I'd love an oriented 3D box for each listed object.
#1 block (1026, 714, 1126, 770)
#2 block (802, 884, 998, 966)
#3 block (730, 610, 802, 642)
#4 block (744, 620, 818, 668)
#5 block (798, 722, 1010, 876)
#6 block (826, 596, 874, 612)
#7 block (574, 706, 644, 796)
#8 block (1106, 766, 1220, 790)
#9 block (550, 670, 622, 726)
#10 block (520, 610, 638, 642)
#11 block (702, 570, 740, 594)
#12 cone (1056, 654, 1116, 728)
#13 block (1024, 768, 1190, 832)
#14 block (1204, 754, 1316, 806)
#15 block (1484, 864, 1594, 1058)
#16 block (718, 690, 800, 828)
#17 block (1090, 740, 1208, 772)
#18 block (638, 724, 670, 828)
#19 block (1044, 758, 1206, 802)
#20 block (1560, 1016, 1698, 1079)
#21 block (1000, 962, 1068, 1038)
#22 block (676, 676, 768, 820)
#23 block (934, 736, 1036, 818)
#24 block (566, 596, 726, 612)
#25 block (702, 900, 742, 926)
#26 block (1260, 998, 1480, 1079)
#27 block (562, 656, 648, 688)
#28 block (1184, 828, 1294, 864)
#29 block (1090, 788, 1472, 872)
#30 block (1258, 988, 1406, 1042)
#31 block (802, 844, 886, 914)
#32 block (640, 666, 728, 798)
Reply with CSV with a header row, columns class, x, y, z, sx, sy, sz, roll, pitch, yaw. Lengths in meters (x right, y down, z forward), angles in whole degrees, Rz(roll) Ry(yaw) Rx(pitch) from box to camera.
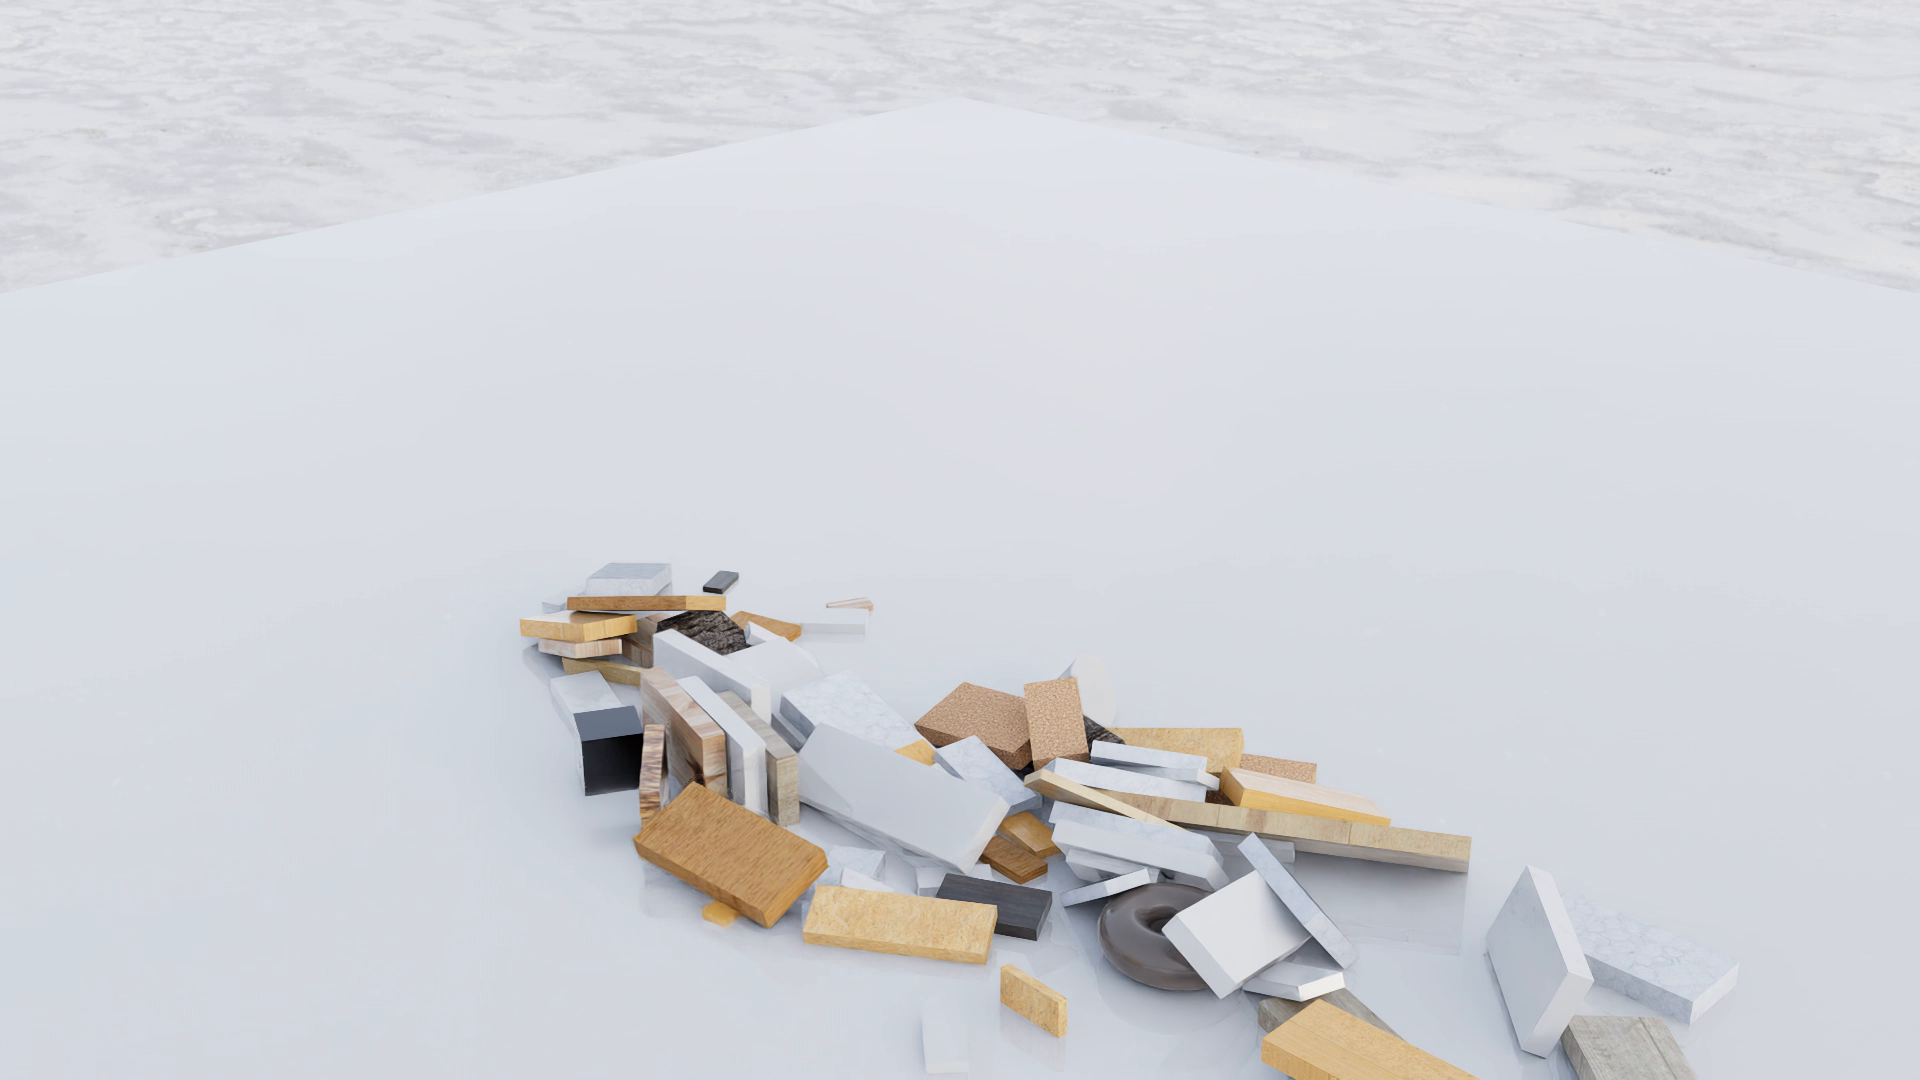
class,x,y,z,sx,sy,sz,roll,pitch,yaw
block,0.211,0.424,4.579,0.152,0.043,0.303,-31,26,-17
block,-0.109,0.702,4.021,0.339,0.032,0.113,5,42,11
block,-0.475,0.213,5.227,0.176,0.025,0.088,13,26,27
block,-0.408,0.248,5.018,0.175,0.025,0.088,28,10,-16
block,-0.138,0.508,4.366,0.507,0.045,0.159,17,66,41
block,-0.268,0.163,5.358,0.105,0.015,0.053,-9,25,-20
block,-0.726,0.437,4.567,0.128,0.128,0.128,-7,24,-15
block,0.388,0.473,4.372,0.246,0.024,0.084,-3,-20,37
block,-0.825,0.357,4.878,0.112,0.032,0.223,-10,25,-22
block,-0.890,0.199,5.118,0.141,0.040,0.283,-10,7,-41
block,-0.597,0.105,5.494,0.053,0.015,0.105,7,24,16
cone,0.223,0.351,4.834,0.173,0.173,0.173,-17,10,35
block,0.283,0.516,4.218,0.334,0.020,0.072,25,-26,-17
block,0.570,0.495,4.539,0.307,0.043,0.153,7,24,16
block,1.003,0.728,3.823,0.048,0.168,0.337,21,22,-7
block,-0.419,0.446,4.506,0.045,0.159,0.318,-13,26,-27
block,0.375,0.441,4.372,0.226,0.032,0.113,8,-16,7
block,-0.612,0.498,4.406,0.040,0.141,0.283,-2,23,-4
block,0.320,0.491,4.354,0.303,0.043,0.152,12,-16,-6
block,1.110,0.906,3.513,0.168,0.048,0.471,2,19,-2
block,0.127,0.794,3.796,0.020,0.072,0.144,-20,30,-38
block,-0.492,0.429,4.530,0.049,0.173,0.346,-12,26,-27
block,0.050,0.483,4.464,0.104,0.029,0.207,-17,44,-35
block,-0.730,0.147,5.091,0.112,0.032,0.469,3,-4,-44
block,-0.428,0.685,4.122,0.054,0.015,0.108,19,29,29
block,0.663,0.859,3.566,0.314,0.044,0.157,21,31,40
block,-0.758,0.305,4.978,0.309,0.048,0.014,8,39,19
block,0.496,0.590,4.295,0.312,0.059,0.017,6,58,14
block,0.591,0.560,4.271,0.782,0.043,0.153,6,-16,14
block,0.686,0.880,3.631,0.157,0.044,0.457,-11,25,-24
block,-0.220,0.652,4.187,0.104,0.029,0.207,6,24,13
block,-0.575,0.412,4.569,0.049,0.173,0.346,-12,26,-26
